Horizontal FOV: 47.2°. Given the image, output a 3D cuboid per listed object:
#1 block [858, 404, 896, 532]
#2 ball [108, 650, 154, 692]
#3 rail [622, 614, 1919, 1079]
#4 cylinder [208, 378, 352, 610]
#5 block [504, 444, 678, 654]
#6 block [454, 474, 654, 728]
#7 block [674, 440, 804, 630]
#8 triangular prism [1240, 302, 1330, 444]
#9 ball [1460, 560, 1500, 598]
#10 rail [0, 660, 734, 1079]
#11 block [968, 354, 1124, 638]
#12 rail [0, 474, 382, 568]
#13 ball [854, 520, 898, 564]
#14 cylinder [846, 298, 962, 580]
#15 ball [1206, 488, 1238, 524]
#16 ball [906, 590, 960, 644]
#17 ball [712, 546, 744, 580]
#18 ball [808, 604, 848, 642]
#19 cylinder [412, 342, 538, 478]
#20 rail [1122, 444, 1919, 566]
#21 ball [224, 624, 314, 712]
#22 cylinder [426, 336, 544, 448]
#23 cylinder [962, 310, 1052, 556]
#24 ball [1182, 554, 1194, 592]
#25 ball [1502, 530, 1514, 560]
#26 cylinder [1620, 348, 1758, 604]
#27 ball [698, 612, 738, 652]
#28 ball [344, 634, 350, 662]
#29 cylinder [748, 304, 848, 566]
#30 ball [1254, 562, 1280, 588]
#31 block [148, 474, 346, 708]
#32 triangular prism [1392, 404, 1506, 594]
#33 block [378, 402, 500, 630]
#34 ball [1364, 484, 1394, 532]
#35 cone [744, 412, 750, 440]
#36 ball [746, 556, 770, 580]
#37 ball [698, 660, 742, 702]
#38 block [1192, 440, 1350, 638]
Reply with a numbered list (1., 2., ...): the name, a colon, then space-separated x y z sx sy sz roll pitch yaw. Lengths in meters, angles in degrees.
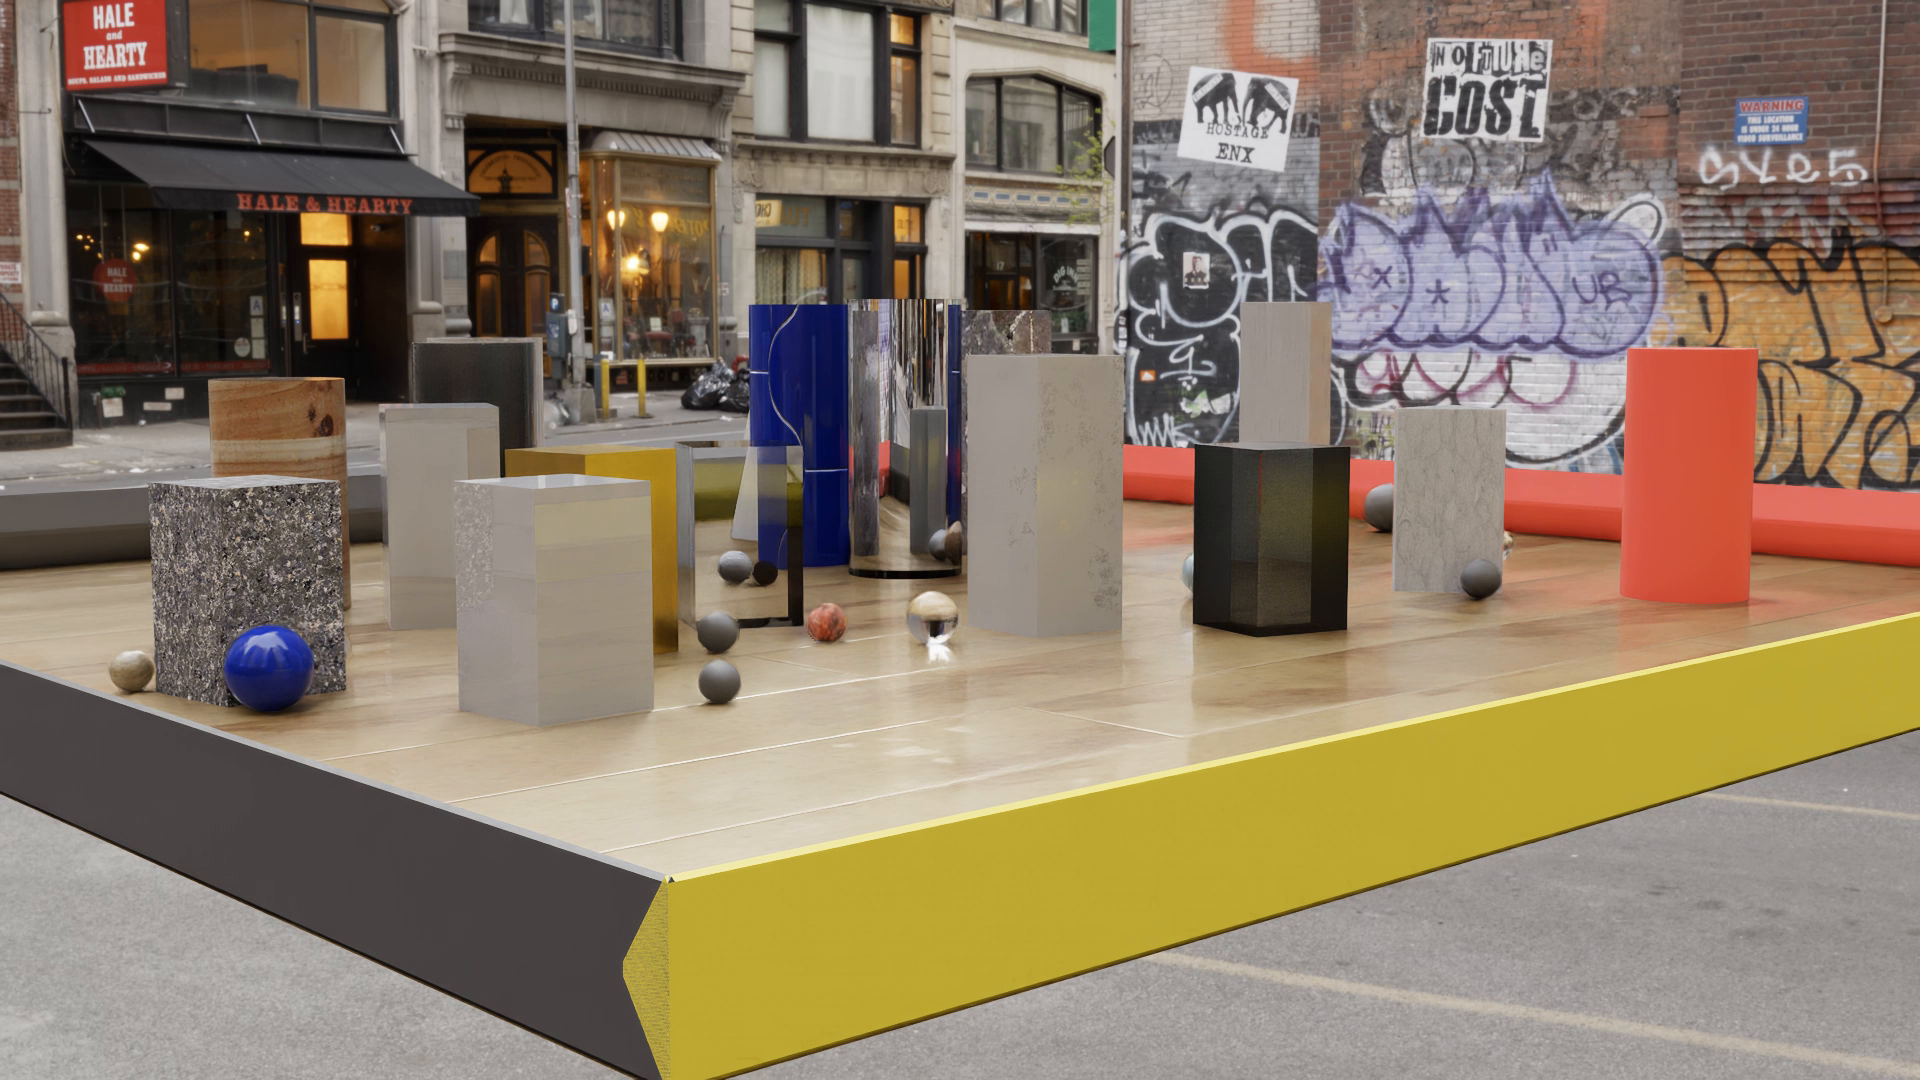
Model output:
1. block: -0.224 -0.119 4.128 0.154 0.261 0.154 -4 7 -33
2. ball: -0.967 0.152 2.566 0.049 0.049 0.049 0 6 0
3. rail: 0.956 0.141 2.302 3.092 0.125 0.045 -6 8 -42
4. cylinder: -1.004 -0.067 3.249 0.192 0.341 0.192 0 6 0
5. block: -0.475 0.015 2.844 0.154 0.265 0.154 5 8 39
6. block: -0.450 0.062 2.441 0.154 0.255 0.154 6 8 44
7. block: -0.317 -0.011 3.134 0.154 0.254 0.154 -2 6 -18
8. triangular prism: 0.617 -0.202 3.983 0.144 0.456 0.166 -5 8 -37
9. ball: 0.802 0.060 3.387 0.060 0.060 0.060 0 6 0
10. rail: -1.119 0.140 2.305 0.045 0.125 2.867 -6 8 -42
11. block: 0.118 -0.067 3.066 0.154 0.380 0.154 -5 8 -37
12. rail: -0.956 -0.076 4.362 3.092 0.125 0.045 -6 8 -42
13. ball: -0.148 0.004 3.842 0.076 0.076 0.076 0 6 0
14. cylinder: -0.093 -0.174 3.699 0.192 0.460 0.192 0 6 0
15. ball: 0.549 -0.071 4.545 0.078 0.078 0.078 0 6 0
16. ball: -0.037 0.103 2.929 0.071 0.071 0.071 0 6 0
17. ball: -0.383 0.038 3.628 0.054 0.054 0.054 0 6 0
18. ball: -0.177 0.111 2.945 0.052 0.052 0.052 0 6 0
19. cylinder: -0.772 -0.119 3.510 0.192 0.391 0.192 0 6 0
20. rail: 1.119 -0.076 4.359 0.045 0.125 2.867 -6 8 -42
21. ball: -0.765 0.142 2.439 0.096 0.096 0.096 0 6 0
22. cylinder: -0.805 -0.146 3.747 0.192 0.396 0.192 0 6 0
23. cylinder: 0.071 -0.199 4.031 0.192 0.441 0.192 0 6 0
24. ball: 0.380 0.052 3.427 0.069 0.069 0.069 0 6 0
25. ball: 0.951 0.008 3.898 0.058 0.058 0.058 0 6 0
26. cylinder: 1.128 -0.104 3.406 0.192 0.383 0.192 0 6 0
27. ball: -0.315 0.119 2.858 0.053 0.053 0.053 0 6 0
28. ball: -0.774 0.133 2.665 0.067 0.067 0.067 0 6 0
29. cylinder: -0.274 -0.188 3.876 0.192 0.452 0.192 0 6 0
30. ball: 0.490 0.057 3.504 0.042 0.042 0.042 0 6 0
31. block: -0.828 0.054 2.558 0.154 0.245 0.154 5 8 40
32. triangular prism: 0.783 -0.069 3.523 0.166 0.289 0.144 1 6 13
33. block: -0.740 -0.038 3.133 0.154 0.308 0.154 -2 6 -18
34. ball: 0.857 -0.065 4.414 0.095 0.095 0.095 0 6 0
35. cone: -0.374 -0.237 4.358 0.192 0.448 0.192 0 6 0
36. ball: -0.332 0.047 3.607 0.040 0.040 0.040 0 6 0
37. ball: -0.273 0.160 2.493 0.049 0.049 0.049 0 6 0
38. block: 0.434 -0.005 3.077 0.154 0.255 0.154 -3 7 -28
